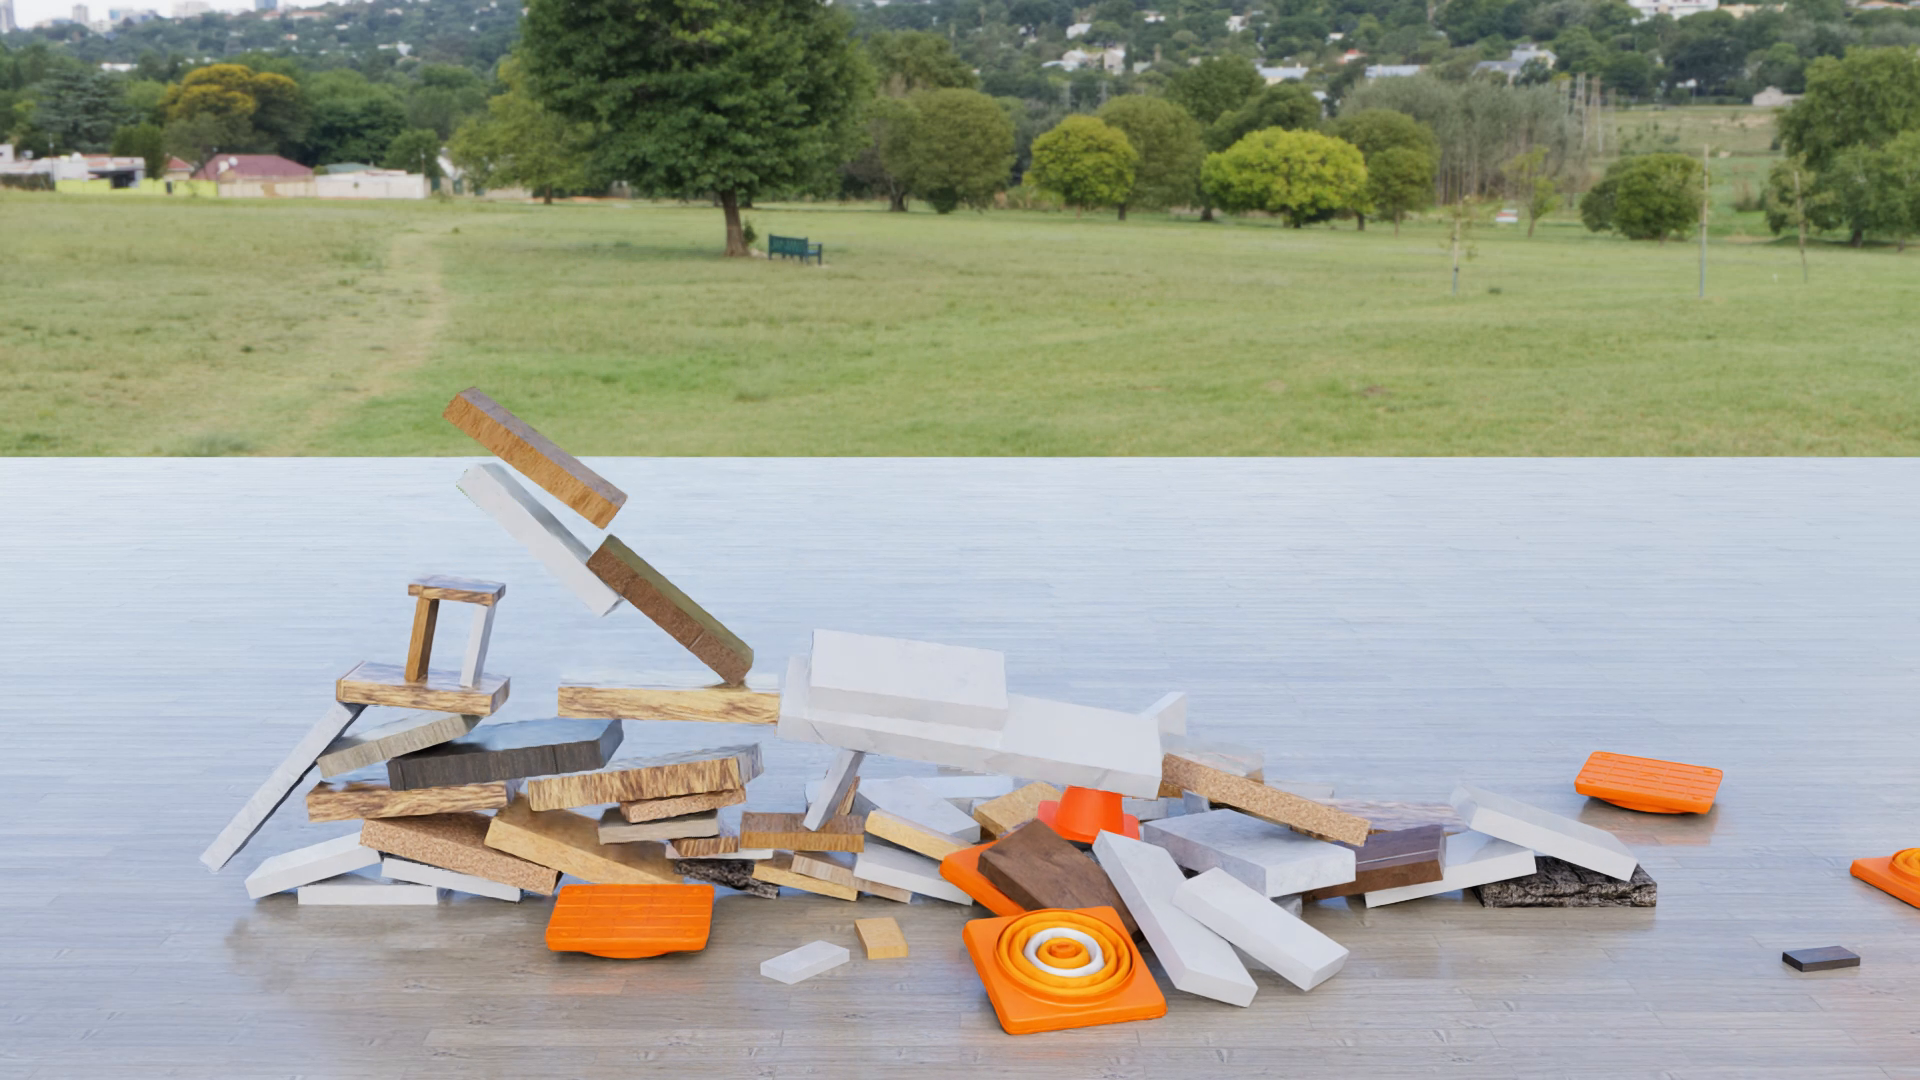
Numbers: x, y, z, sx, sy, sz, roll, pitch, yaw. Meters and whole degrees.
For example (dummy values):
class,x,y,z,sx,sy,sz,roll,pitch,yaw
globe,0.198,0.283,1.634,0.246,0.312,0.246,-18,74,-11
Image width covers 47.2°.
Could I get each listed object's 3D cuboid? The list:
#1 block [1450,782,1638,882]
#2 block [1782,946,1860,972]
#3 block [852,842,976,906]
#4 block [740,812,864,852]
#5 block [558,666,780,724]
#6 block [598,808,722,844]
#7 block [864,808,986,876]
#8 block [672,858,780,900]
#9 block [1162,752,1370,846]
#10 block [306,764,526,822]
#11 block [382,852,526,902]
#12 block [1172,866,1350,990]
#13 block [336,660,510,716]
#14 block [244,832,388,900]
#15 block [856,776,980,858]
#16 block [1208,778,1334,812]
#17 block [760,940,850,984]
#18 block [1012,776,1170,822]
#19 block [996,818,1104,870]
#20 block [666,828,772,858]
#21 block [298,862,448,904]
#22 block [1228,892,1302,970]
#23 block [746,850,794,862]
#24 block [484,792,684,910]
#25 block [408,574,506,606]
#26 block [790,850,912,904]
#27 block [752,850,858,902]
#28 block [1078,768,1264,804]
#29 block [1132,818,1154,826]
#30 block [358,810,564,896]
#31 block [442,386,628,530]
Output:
class,x,y,z,sx,sy,sz,roll,pitch,yaw
block,0.968,0.484,3.660,0.283,0.040,0.141,19,9,-4
block,1.316,0.640,3.360,0.101,0.014,0.050,-3,11,-15
block,-0.078,0.551,3.643,0.203,0.029,0.101,15,10,-8
block,-0.263,0.484,3.654,0.203,0.029,0.101,3,11,-5
block,-0.470,0.251,3.565,0.347,0.049,0.174,2,7,-6
block,-0.489,0.460,3.592,0.191,0.027,0.095,-4,13,-1
block,-0.042,0.513,3.716,0.233,0.033,0.117,20,-2,7
block,-0.389,0.552,3.671,0.175,0.025,0.087,16,10,-6
block,0.499,0.427,3.620,0.315,0.045,0.158,19,-3,-16
block,-0.895,0.409,3.635,0.322,0.046,0.161,-4,11,0
block,-0.833,0.546,3.662,0.229,0.032,0.114,11,11,0
block,0.454,0.585,3.326,0.246,0.035,0.123,31,21,28
block,-0.875,0.242,3.596,0.252,0.036,0.126,6,11,2
block,-1.060,0.533,3.661,0.229,0.032,0.114,-16,10,4
block,-0.077,0.496,3.967,0.117,0.033,0.233,-12,24,-32
block,0.590,0.484,4.156,0.222,0.031,0.111,3,11,15
block,-0.235,0.641,3.343,0.063,0.018,0.127,9,14,40
block,0.239,0.468,4.055,0.267,0.038,0.134,10,6,43
block,0.188,0.540,3.733,0.233,0.033,0.117,18,18,28
block,-0.399,0.504,3.663,0.175,0.025,0.087,1,11,-4
block,-0.973,0.573,3.670,0.229,0.032,0.114,0,11,1
block,0.455,0.608,3.469,0.132,0.037,0.265,3,11,16
block,-0.342,0.544,3.852,0.087,0.025,0.175,-6,12,-30
block,-0.614,0.513,3.654,0.322,0.046,0.161,20,10,-4
block,-0.815,0.080,3.565,0.140,0.020,0.070,6,14,5
block,-0.177,0.548,3.661,0.202,0.029,0.101,16,11,-3
block,-0.253,0.558,3.672,0.175,0.025,0.087,12,11,1
block,0.386,0.435,4.073,0.345,0.049,0.172,6,5,5
block,0.324,0.508,4.058,0.070,0.020,0.140,1,11,8
block,-0.815,0.501,3.651,0.322,0.046,0.161,16,10,-3
block,-0.680,-0.133,3.537,0.309,0.044,0.154,36,5,-7
